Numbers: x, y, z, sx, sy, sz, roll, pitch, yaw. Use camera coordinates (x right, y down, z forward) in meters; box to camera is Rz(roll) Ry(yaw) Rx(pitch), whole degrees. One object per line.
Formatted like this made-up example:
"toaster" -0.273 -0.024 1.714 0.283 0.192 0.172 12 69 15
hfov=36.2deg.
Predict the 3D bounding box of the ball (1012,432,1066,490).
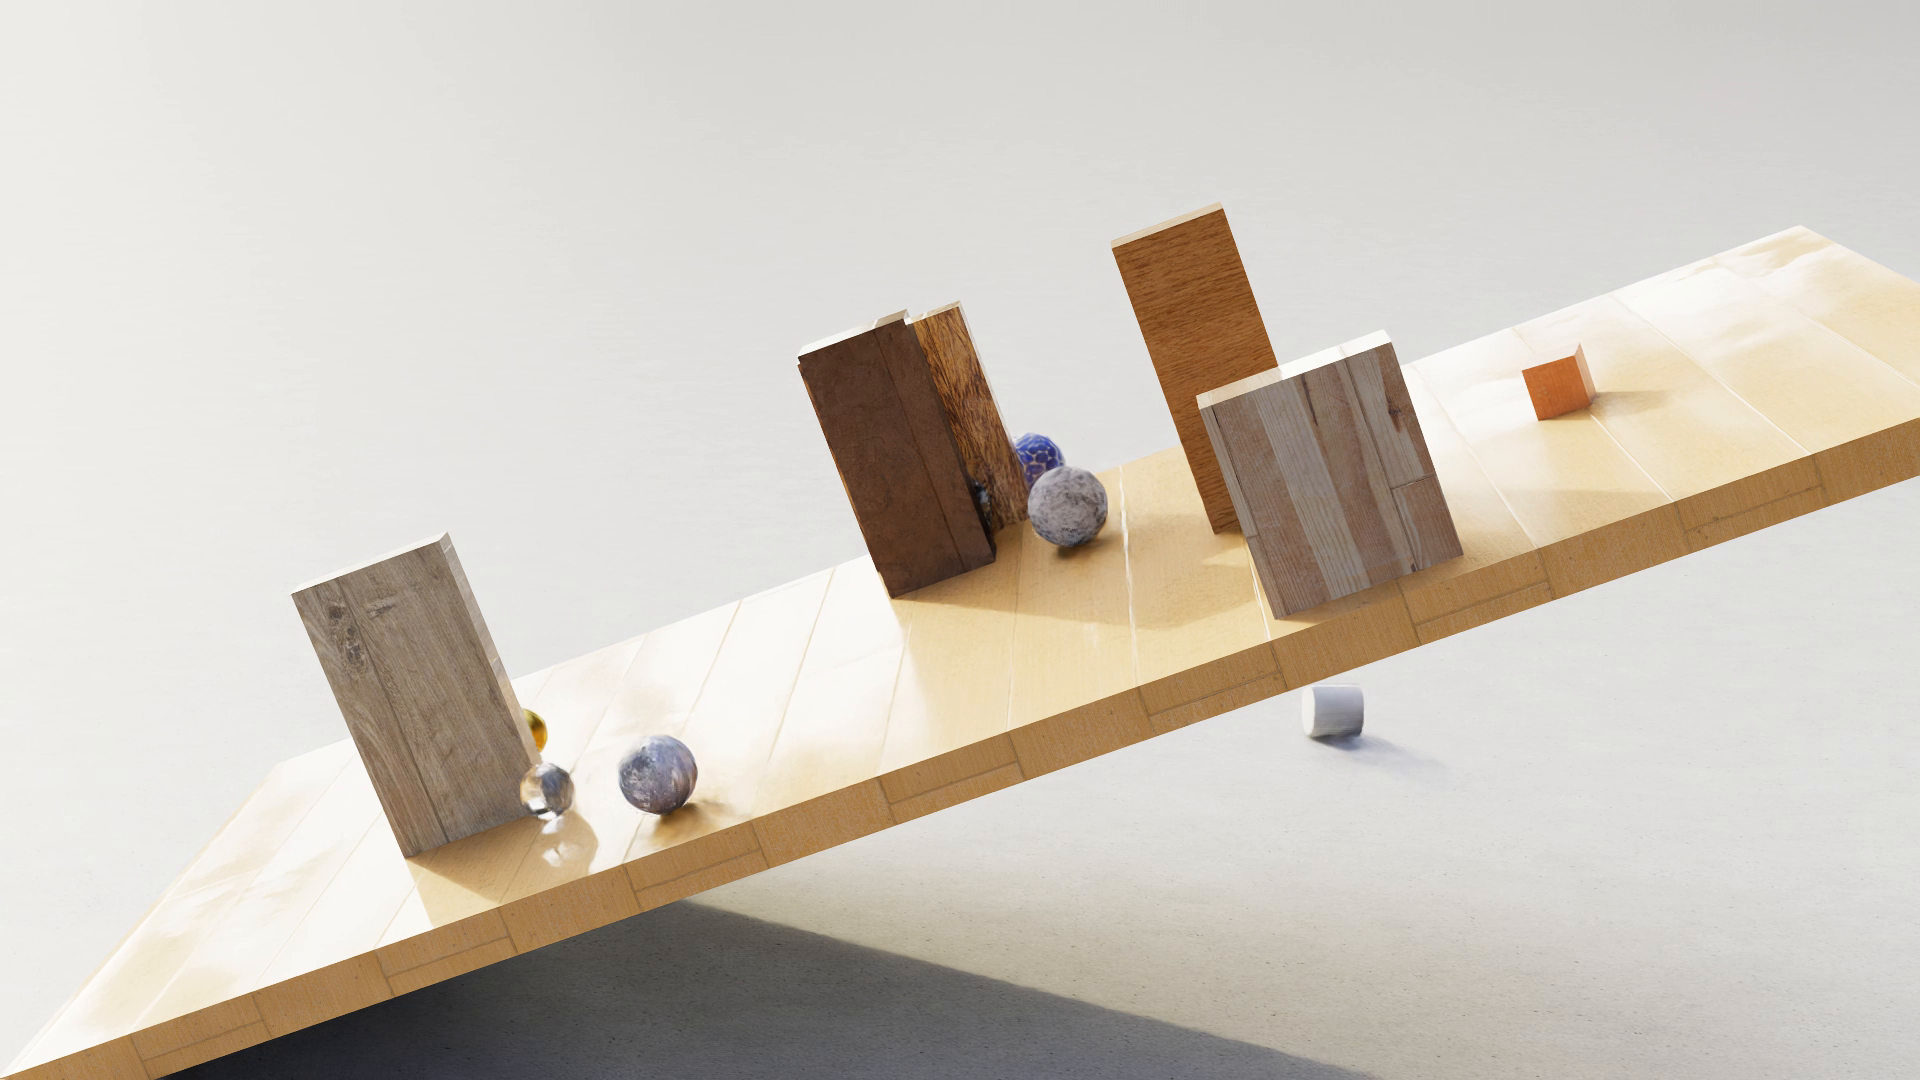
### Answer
"ball" 0.178 -0.181 7.355 0.175 0.175 0.175 0 13 0

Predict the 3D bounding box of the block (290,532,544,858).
"block" -1.090 0.318 6.002 0.325 0.595 0.086 -19 11 6

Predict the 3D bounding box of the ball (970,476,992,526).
"ball" -0.019 -0.066 6.921 0.193 0.193 0.193 0 13 0

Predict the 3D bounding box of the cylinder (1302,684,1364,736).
"cylinder" 1.019 0.465 8.037 0.139 0.139 0.139 0 13 -8

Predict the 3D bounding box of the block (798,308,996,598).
"block" -0.140 -0.197 6.719 0.255 0.596 0.146 -19 11 6

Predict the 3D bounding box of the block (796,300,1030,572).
"block" -0.100 -0.247 7.034 0.408 0.537 0.101 -19 11 6

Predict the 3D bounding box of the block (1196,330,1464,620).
"block" 0.675 -0.120 5.381 0.363 0.416 0.141 -19 11 6

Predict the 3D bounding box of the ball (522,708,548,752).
"ball" -0.947 0.419 6.344 0.116 0.116 0.116 0 13 0

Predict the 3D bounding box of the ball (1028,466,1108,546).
"ball" 0.240 -0.075 6.540 0.180 0.180 0.180 0 13 0

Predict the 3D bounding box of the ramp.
"ramp" 0.116 0.177 6.297 4.000 0.100 2.000 -19 11 6

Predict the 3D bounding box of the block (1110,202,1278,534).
"block" 0.539 -0.359 6.162 0.243 0.642 0.126 -19 11 6

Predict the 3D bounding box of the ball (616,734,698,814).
"ball" -0.578 0.447 5.619 0.154 0.154 0.154 0 13 0

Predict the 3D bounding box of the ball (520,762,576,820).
"ball" -0.827 0.503 5.899 0.113 0.113 0.113 0 13 0

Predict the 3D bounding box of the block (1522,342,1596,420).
"block" 1.247 -0.331 6.123 0.113 0.113 0.113 -16 12 22
